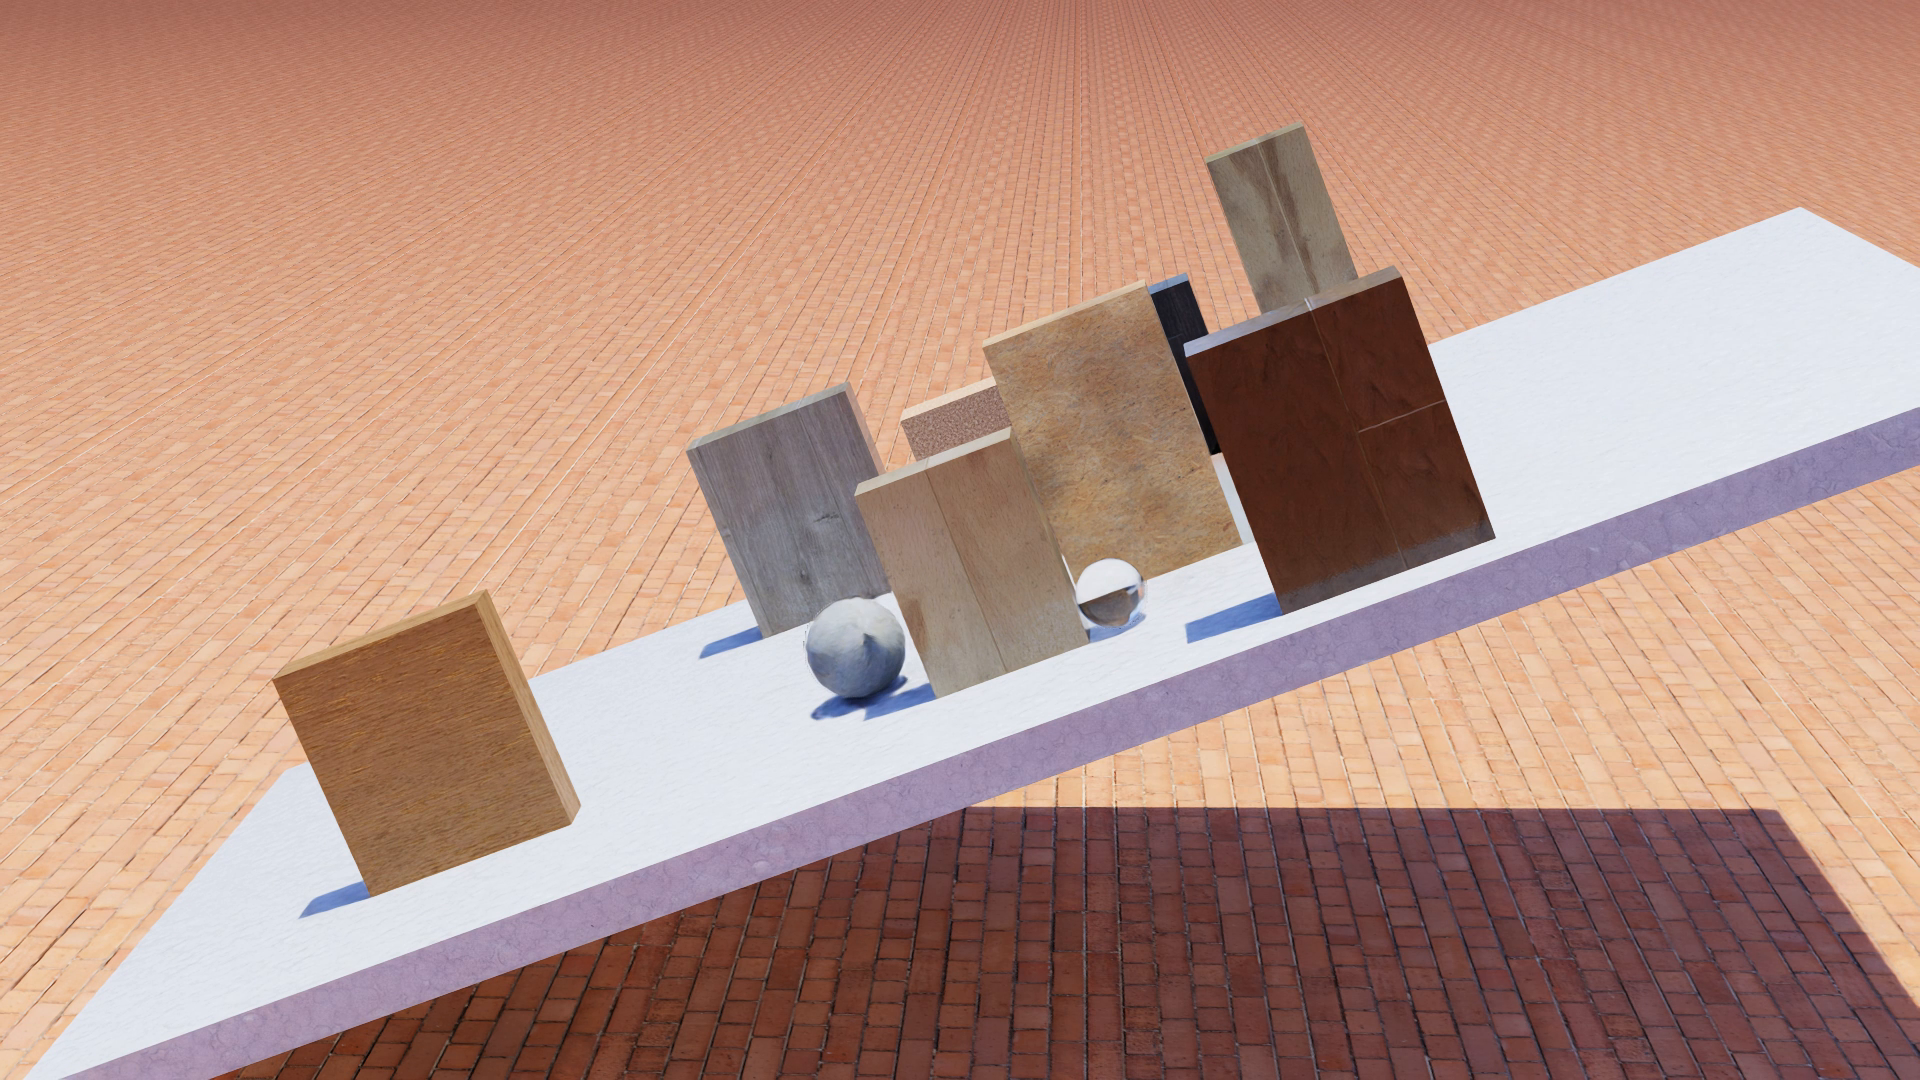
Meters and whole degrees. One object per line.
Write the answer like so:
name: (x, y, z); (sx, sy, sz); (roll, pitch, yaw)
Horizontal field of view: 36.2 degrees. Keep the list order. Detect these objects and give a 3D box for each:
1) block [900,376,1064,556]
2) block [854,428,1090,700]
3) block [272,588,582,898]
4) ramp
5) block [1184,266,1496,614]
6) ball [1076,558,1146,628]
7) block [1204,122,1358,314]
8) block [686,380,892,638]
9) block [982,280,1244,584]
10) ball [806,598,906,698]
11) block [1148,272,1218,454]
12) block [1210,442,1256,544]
block: (0.082, -0.139, 6.514); (0.293, 0.409, 0.129); (-20, 12, 7)
block: (0.027, 0.045, 5.725); (0.320, 0.434, 0.112); (-20, 12, 7)
block: (-1.069, 0.410, 5.922); (0.442, 0.489, 0.122); (-20, 12, 7)
ramp: (0.121, 0.175, 6.293); (4.000, 0.100, 2.000); (-20, 12, 7)
block: (0.690, -0.182, 5.362); (0.408, 0.512, 0.142); (-20, 12, 7)
ball: (0.293, 0.103, 5.722); (0.137, 0.137, 0.137); (0, 13, 0)
block: (0.802, -0.648, 6.959); (0.241, 0.628, 0.122); (-20, 12, 7)
block: (-0.356, -0.069, 6.817); (0.395, 0.477, 0.130); (-20, 12, 7)
block: (0.312, -0.198, 5.977); (0.349, 0.568, 0.093); (-20, 12, 7)
ball: (-0.210, 0.218, 5.946); (0.202, 0.202, 0.202); (0, 13, 0)
block: (0.449, -0.296, 6.362); (0.272, 0.489, 0.118); (-20, 12, 7)
block: (0.650, -0.137, 6.010); (0.197, 0.197, 0.197); (-18, 12, 17)
